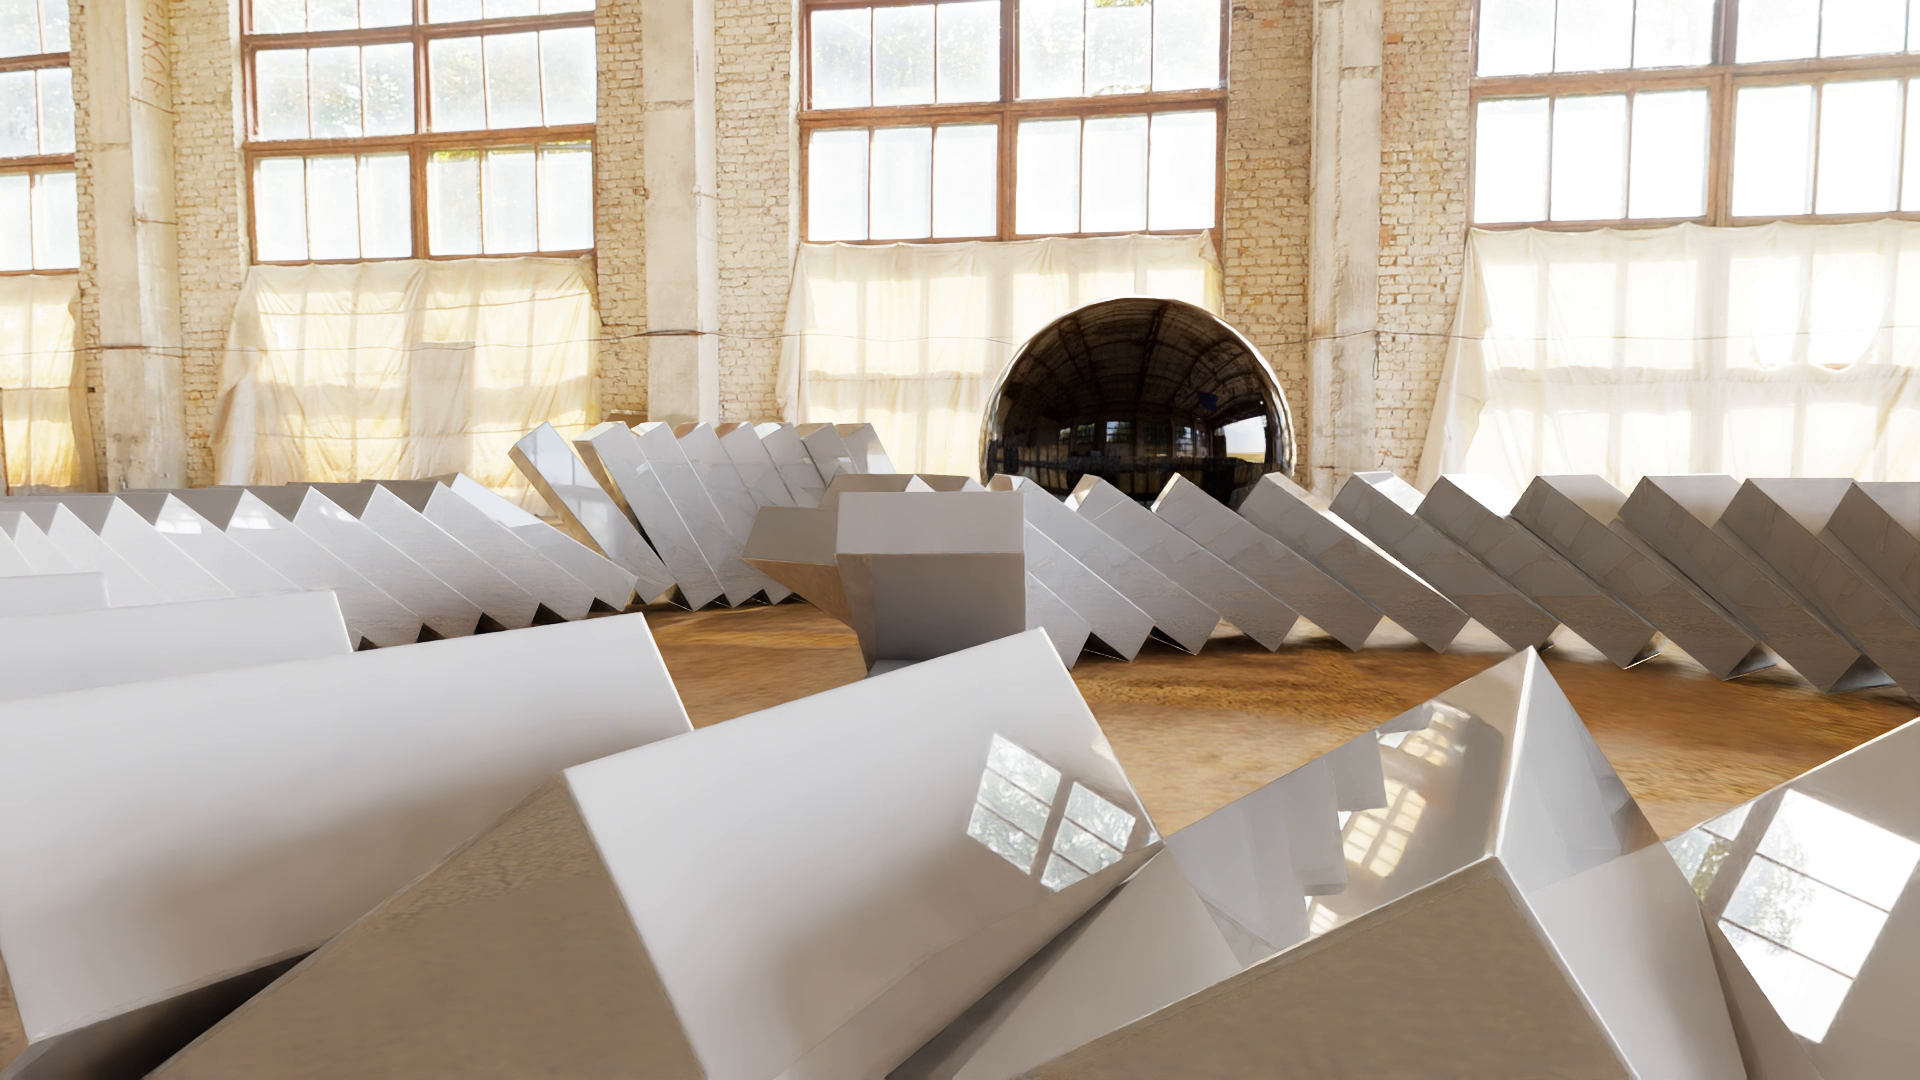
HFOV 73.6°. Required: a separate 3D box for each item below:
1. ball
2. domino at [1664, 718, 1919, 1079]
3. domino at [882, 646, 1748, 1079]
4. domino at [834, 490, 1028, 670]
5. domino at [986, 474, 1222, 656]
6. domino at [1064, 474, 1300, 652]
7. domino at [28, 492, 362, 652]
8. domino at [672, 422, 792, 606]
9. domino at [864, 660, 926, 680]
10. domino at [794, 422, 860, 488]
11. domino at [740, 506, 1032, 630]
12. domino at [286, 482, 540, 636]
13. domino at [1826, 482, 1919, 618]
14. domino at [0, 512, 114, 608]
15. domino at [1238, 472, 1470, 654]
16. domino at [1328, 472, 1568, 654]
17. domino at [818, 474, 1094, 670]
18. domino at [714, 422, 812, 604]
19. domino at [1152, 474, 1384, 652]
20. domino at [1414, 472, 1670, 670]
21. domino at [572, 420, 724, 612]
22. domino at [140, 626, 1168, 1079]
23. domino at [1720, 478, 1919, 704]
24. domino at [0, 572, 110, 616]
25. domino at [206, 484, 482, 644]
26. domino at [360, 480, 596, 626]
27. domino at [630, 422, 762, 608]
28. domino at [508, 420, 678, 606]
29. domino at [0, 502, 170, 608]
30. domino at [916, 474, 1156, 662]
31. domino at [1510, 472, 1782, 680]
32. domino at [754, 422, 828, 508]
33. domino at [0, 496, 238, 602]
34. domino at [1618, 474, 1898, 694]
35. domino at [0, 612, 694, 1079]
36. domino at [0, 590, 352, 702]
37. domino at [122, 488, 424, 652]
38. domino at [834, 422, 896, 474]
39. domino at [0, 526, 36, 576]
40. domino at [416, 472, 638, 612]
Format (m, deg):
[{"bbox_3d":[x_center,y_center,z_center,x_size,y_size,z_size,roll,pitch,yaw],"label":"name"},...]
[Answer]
[{"bbox_3d":[0.044,-0.022,0.327,0.080,0.080,0.080,0,4,0],"label":"ball"},{"bbox_3d":[0.017,0.022,0.039,0.050,0.009,0.025,-34,-6,17],"label":"domino"},{"bbox_3d":[-0.002,0.022,0.043,0.050,0.009,0.025,-35,-11,23],"label":"domino"},{"bbox_3d":[-0.003,0.010,0.192,0.025,0.009,0.050,0,-30,3],"label":"domino"},{"bbox_3d":[0.028,0.005,0.265,0.050,0.010,0.025,34,-3,-12],"label":"domino"},{"bbox_3d":[0.046,0.004,0.272,0.050,0.009,0.025,34,3,-4],"label":"domino"},{"bbox_3d":[-0.126,0.009,0.212,0.025,0.010,0.050,1,-29,12],"label":"domino"},{"bbox_3d":[-0.062,-0.007,0.343,0.009,0.050,0.025,-34,18,-21],"label":"domino"},{"bbox_3d":[-0.001,0.025,0.172,0.025,0.009,0.050,0,4,2],"label":"domino"},{"bbox_3d":[-0.032,-0.008,0.355,0.010,0.050,0.025,-33,17,-20],"label":"domino"},{"bbox_3d":[-0.011,0.010,0.218,0.025,0.009,0.050,3,-23,38],"label":"domino"},{"bbox_3d":[-0.114,0.005,0.266,0.025,0.009,0.050,2,-28,25],"label":"domino"},{"bbox_3d":[0.167,0.009,0.204,0.025,0.010,0.050,0,39,-7],"label":"domino"},{"bbox_3d":[-0.117,0.013,0.156,0.025,0.009,0.050,-1,-29,-10],"label":"domino"},{"bbox_3d":[0.085,0.004,0.276,0.050,0.010,0.025,37,16,15],"label":"domino"},{"bbox_3d":[0.105,0.004,0.271,0.050,0.009,0.025,42,26,26],"label":"domino"},{"bbox_3d":[-0.001,0.006,0.238,0.050,0.009,0.025,40,-21,-31],"label":"domino"},{"bbox_3d":[-0.052,-0.008,0.347,0.009,0.050,0.025,-33,17,-20],"label":"domino"},{"bbox_3d":[0.065,0.004,0.275,0.050,0.009,0.025,35,8,4],"label":"domino"},{"bbox_3d":[0.120,0.005,0.262,0.025,0.009,0.050,-5,41,-48],"label":"domino"},{"bbox_3d":[-0.081,-0.006,0.331,0.009,0.050,0.025,-34,18,-21],"label":"domino"},{"bbox_3d":[-0.019,0.021,0.049,0.050,0.009,0.025,-35,-13,26],"label":"domino"},{"bbox_3d":[0.160,0.008,0.222,0.025,0.009,0.050,-1,39,-15],"label":"domino"},{"bbox_3d":[-0.068,0.019,0.077,0.025,0.009,0.050,-4,-28,-40],"label":"domino"},{"bbox_3d":[-0.119,0.006,0.248,0.025,0.010,0.050,1,-28,21],"label":"domino"},{"bbox_3d":[-0.107,0.004,0.283,0.025,0.009,0.050,2,-28,30],"label":"domino"},{"bbox_3d":[-0.072,-0.007,0.338,0.009,0.050,0.025,-34,18,-21],"label":"domino"},{"bbox_3d":[-0.093,-0.006,0.324,0.010,0.050,0.025,-41,13,-20],"label":"domino"},{"bbox_3d":[-0.122,0.012,0.174,0.025,0.009,0.050,0,-29,-3],"label":"domino"},{"bbox_3d":[0.012,0.005,0.252,0.050,0.009,0.025,37,-12,-24],"label":"domino"},{"bbox_3d":[0.136,0.006,0.251,0.025,0.009,0.050,-3,40,-38],"label":"domino"},{"bbox_3d":[-0.042,-0.008,0.351,0.009,0.050,0.025,-33,17,-20],"label":"domino"},{"bbox_3d":[-0.125,0.010,0.193,0.025,0.009,0.050,0,-29,3],"label":"domino"},{"bbox_3d":[0.150,0.006,0.237,0.025,0.009,0.050,-2,40,-25],"label":"domino"},{"bbox_3d":[-0.036,0.021,0.057,0.050,0.009,0.025,-36,-17,31],"label":"domino"},{"bbox_3d":[-0.052,0.020,0.066,0.025,0.009,0.050,-5,-27,-49],"label":"domino"},{"bbox_3d":[-0.123,0.008,0.230,0.025,0.009,0.050,1,-28,15],"label":"domino"},{"bbox_3d":[-0.022,-0.009,0.360,0.010,0.050,0.025,-33,17,-20],"label":"domino"},{"bbox_3d":[-0.110,0.015,0.138,0.025,0.010,0.050,-1,-28,-17],"label":"domino"},{"bbox_3d":[-0.104,0.002,0.302,0.025,0.009,0.050,-3,-31,44],"label":"domino"}]
